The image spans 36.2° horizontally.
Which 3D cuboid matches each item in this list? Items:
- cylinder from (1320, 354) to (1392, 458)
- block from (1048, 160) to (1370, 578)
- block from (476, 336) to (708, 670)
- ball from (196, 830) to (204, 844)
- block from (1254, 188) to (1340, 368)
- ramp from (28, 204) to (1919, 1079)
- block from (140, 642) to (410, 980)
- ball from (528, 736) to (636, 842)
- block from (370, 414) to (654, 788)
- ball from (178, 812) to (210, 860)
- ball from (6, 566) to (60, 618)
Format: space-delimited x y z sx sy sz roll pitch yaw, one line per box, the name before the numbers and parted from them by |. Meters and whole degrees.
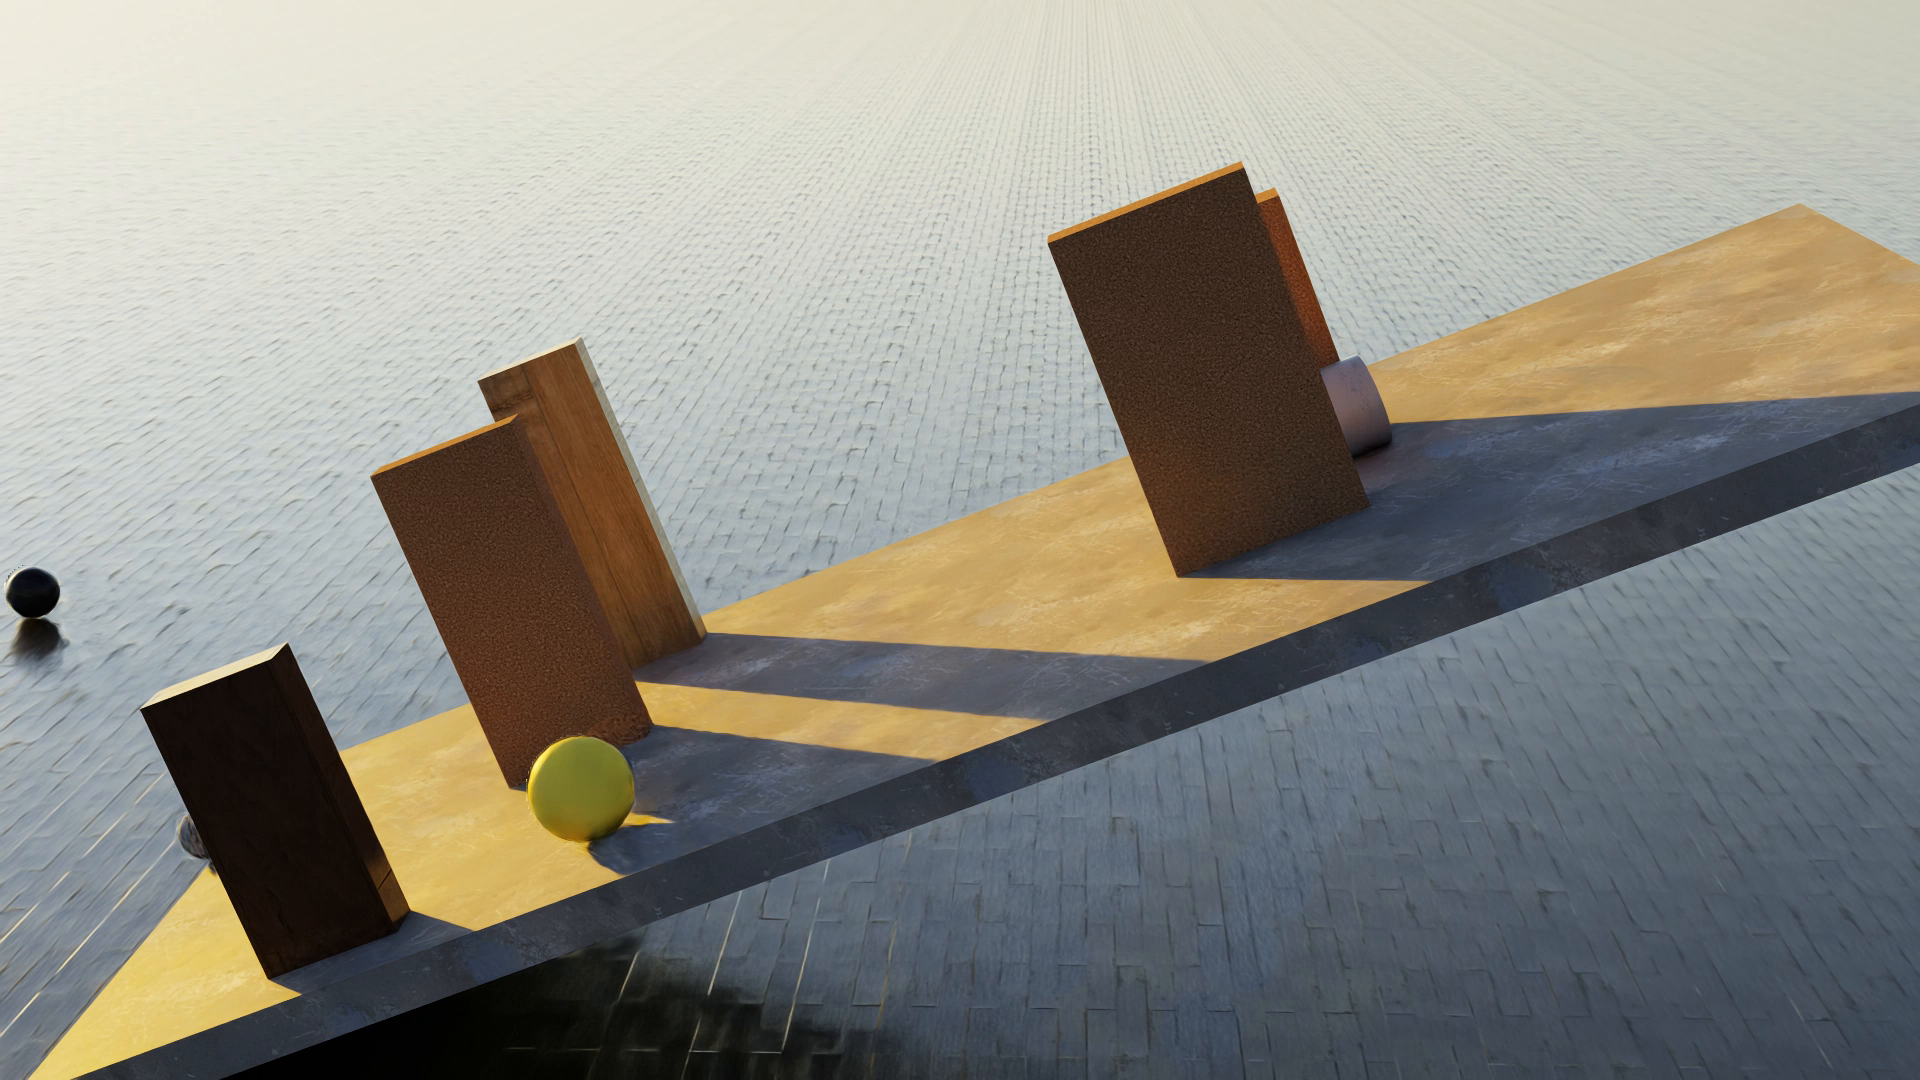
cylinder | 0.790 -0.265 6.301 0.204 0.204 0.204 -22 15 -1
block | 0.497 -0.337 5.871 0.411 0.725 0.114 -21 12 7
block | -0.875 -0.075 7.033 0.251 0.781 0.098 -21 12 7
ball | -1.664 0.645 6.743 0.173 0.173 0.173 0 14 0
block | 0.594 -0.424 6.461 0.426 0.570 0.145 -21 12 7
ramp | 0.122 0.174 6.292 4.000 0.100 2.000 -21 12 7
block | -1.311 0.522 5.653 0.275 0.583 0.121 -21 12 7
ball | -0.734 0.483 5.708 0.206 0.206 0.206 0 14 0
block | -0.963 0.135 6.347 0.326 0.744 0.099 -21 12 7
ball | -1.758 0.681 6.861 0.127 0.127 0.127 0 14 0
ball | -2.931 0.165 9.301 0.164 0.164 0.164 0 14 0
